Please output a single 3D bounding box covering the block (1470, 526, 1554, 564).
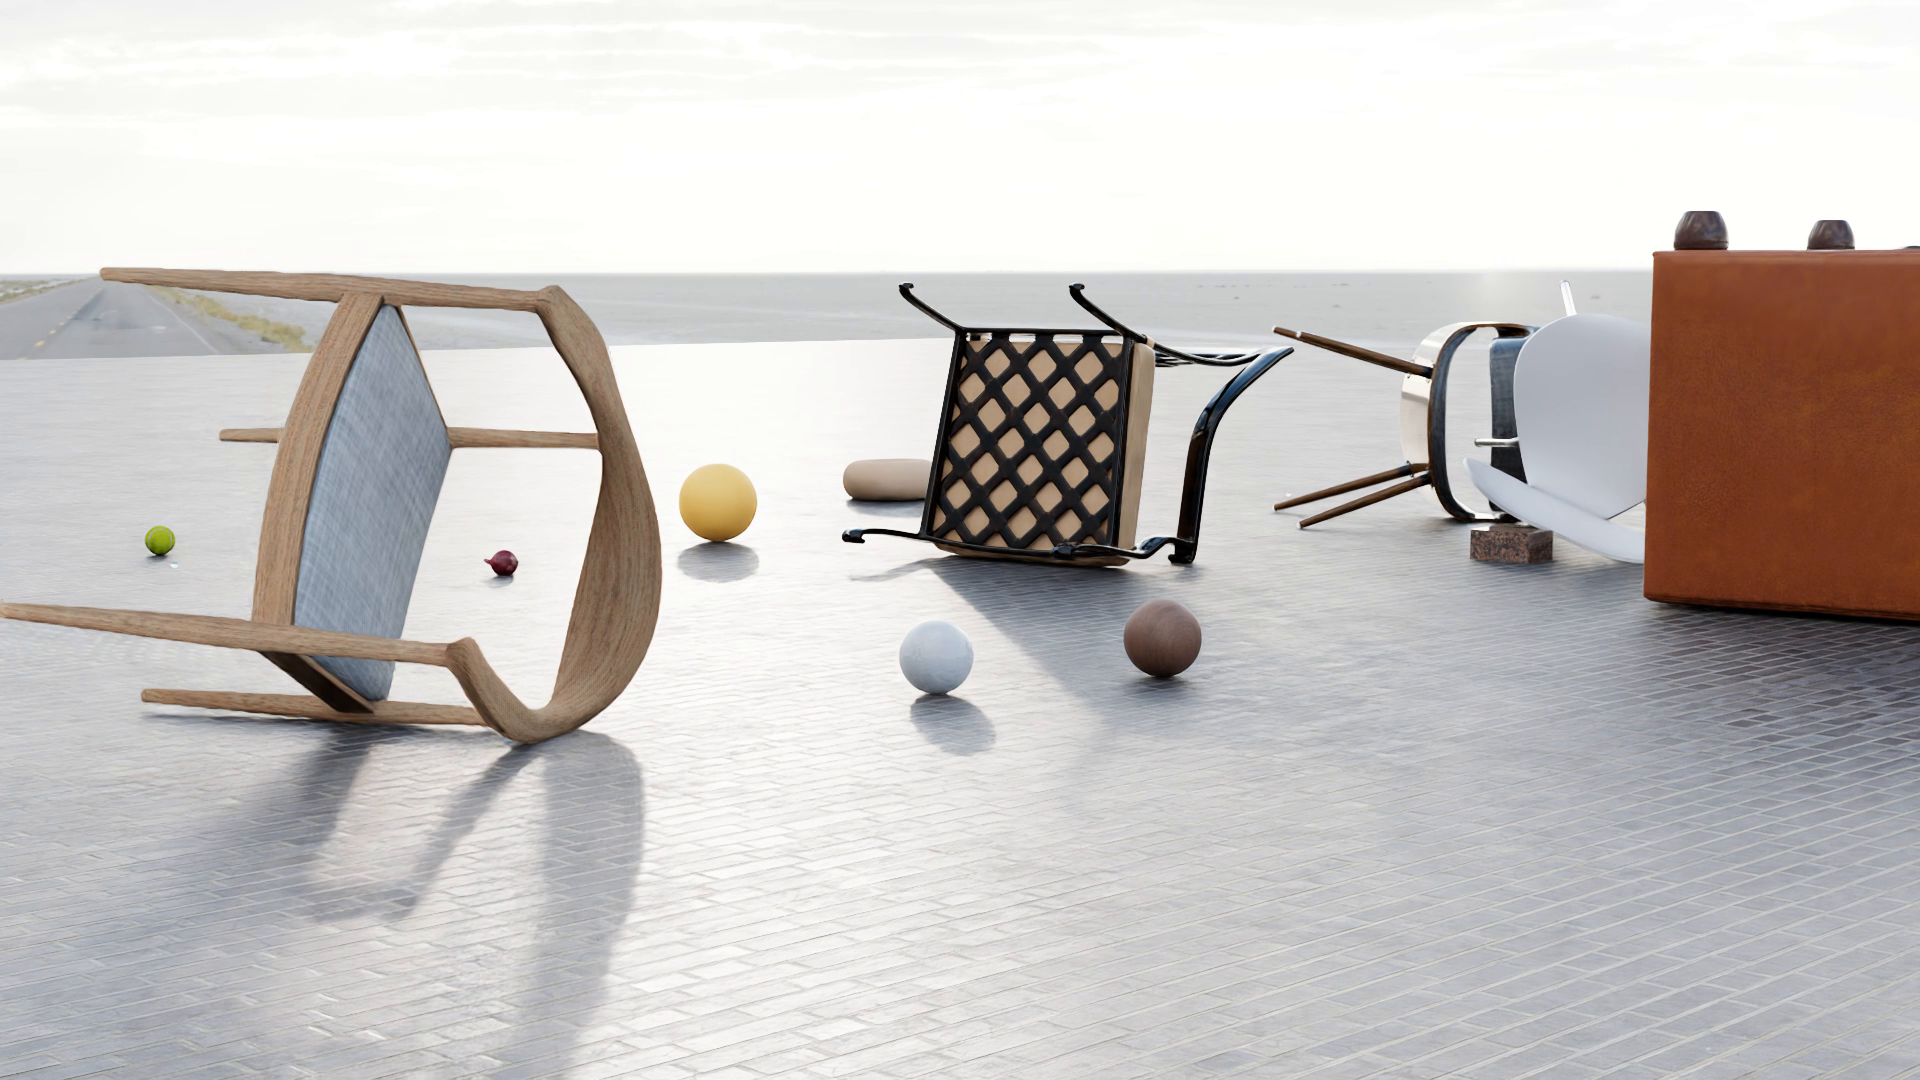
[{"bbox_3d":[1.284,0.010,5.974,0.154,0.069,0.109,5,8,43],"label":"block"}]

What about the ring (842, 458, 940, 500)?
[{"bbox_3d":[-0.204,-0.180,7.614,0.288,0.114,0.333,0,5,11],"label":"ring"}]

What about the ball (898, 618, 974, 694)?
[{"bbox_3d":[-0.038,0.184,4.046,0.119,0.119,0.119,0,6,0],"label":"ball"}]

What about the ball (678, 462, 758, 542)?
[{"bbox_3d":[-0.601,-0.094,6.368,0.197,0.197,0.197,0,6,0],"label":"ball"}]
